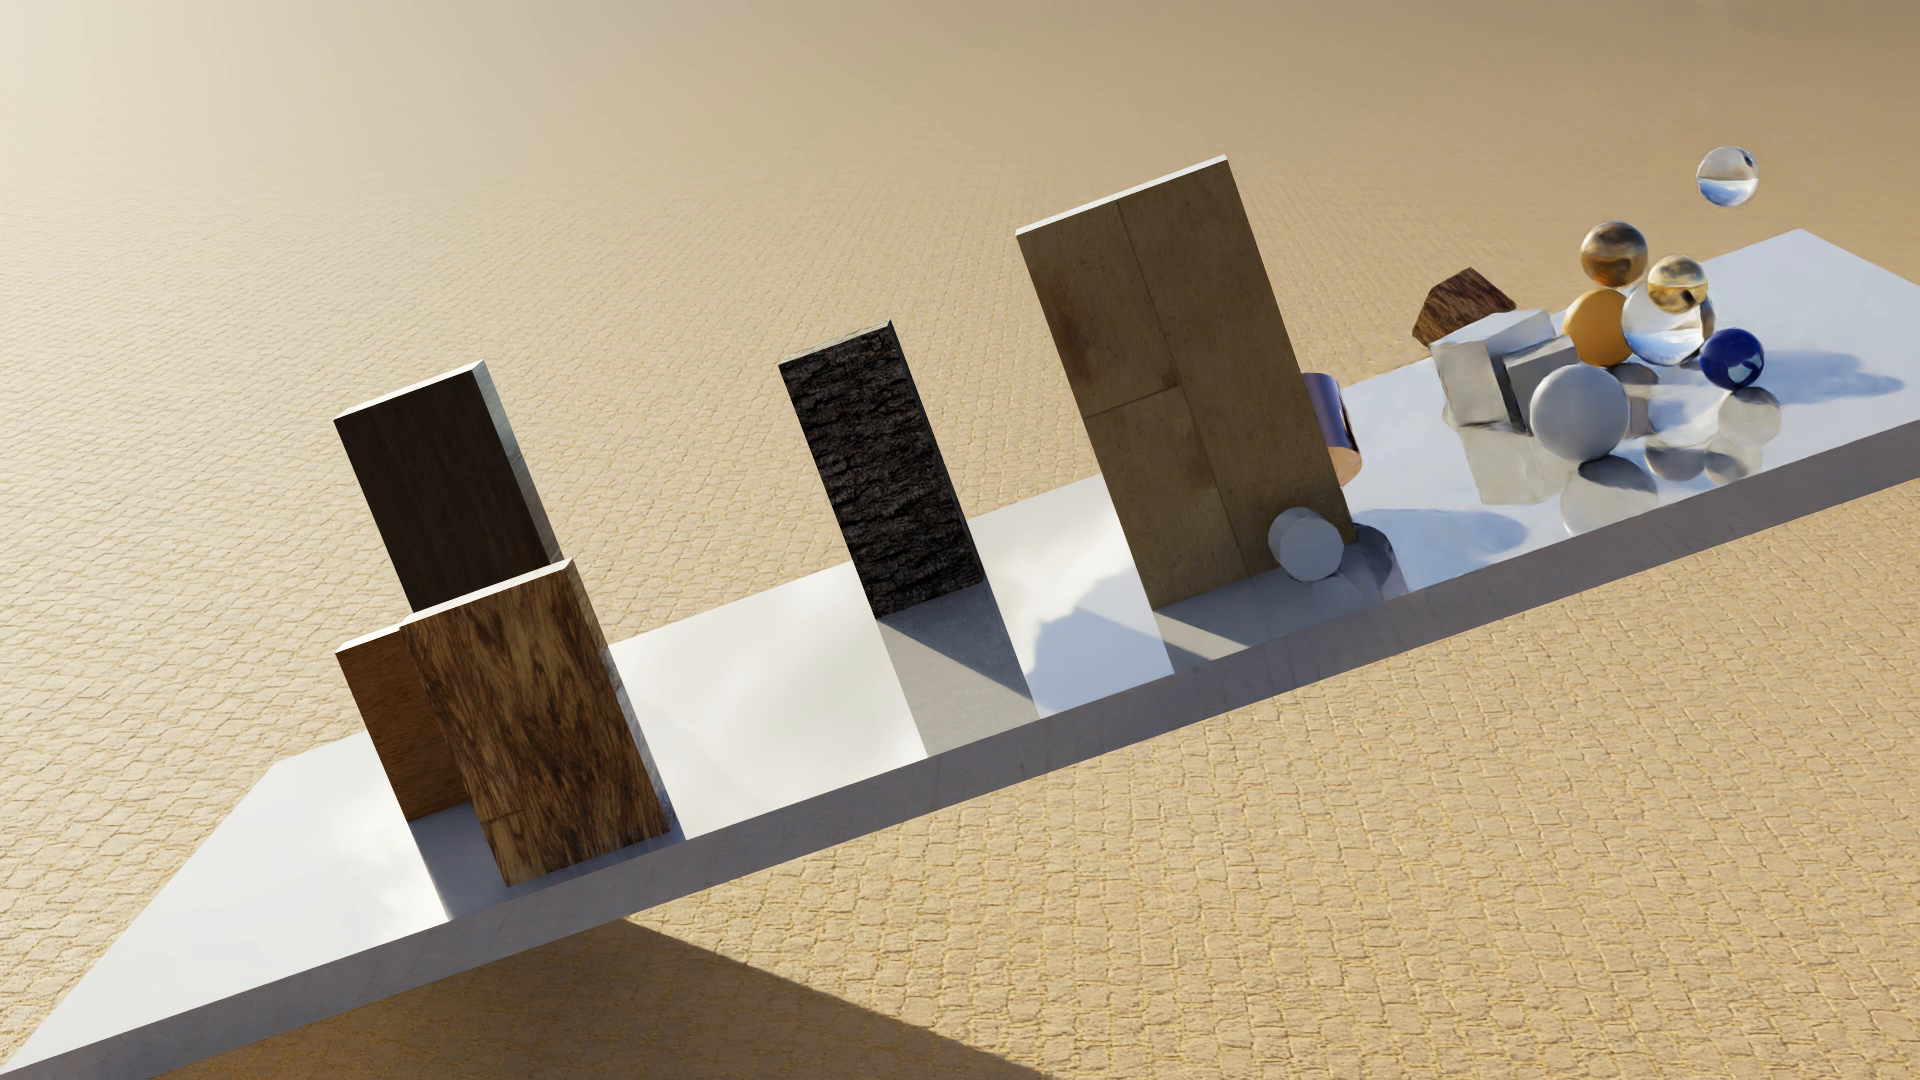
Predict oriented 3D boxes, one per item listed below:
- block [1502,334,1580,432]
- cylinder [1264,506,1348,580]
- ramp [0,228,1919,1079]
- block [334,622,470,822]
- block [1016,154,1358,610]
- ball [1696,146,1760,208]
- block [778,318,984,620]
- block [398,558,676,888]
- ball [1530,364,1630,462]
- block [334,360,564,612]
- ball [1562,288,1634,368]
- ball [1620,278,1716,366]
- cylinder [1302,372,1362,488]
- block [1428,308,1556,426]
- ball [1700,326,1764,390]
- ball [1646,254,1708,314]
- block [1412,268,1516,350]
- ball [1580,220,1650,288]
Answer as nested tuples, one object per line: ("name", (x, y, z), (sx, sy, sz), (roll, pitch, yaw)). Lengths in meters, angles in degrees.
("block", (1.219, -0.326, 6.094), (0.143, 0.143, 0.143), (-18, 11, 11))
("cylinder", (0.655, 0.007, 5.577), (0.122, 0.122, 0.122), (-4, -8, -18))
("ramp", (0.115, 0.177, 6.298), (4.000, 0.100, 2.000), (-19, 11, 6))
("block", (-1.059, 0.345, 6.295), (0.421, 0.401, 0.084), (-19, 11, 6))
("block", (0.442, -0.301, 5.707), (0.425, 0.784, 0.097), (-19, 11, 6))
("ball", (1.534, -0.725, 5.874), (0.122, 0.122, 0.122), (0, 13, 0))
("block", (-0.172, -0.158, 6.561), (0.257, 0.611, 0.121), (-19, 11, 6))
("block", (-0.785, 0.342, 5.486), (0.331, 0.535, 0.089), (-19, 11, 6))
("ball", (1.188, -0.243, 5.639), (0.190, 0.190, 0.190), (0, 13, 0))
("block", (-1.166, 0.010, 7.034), (0.354, 0.800, 0.146), (-19, 11, 6))
("ball", (1.387, -0.457, 6.347), (0.170, 0.170, 0.170), (0, 13, 0))
("ball", (1.476, -0.458, 6.131), (0.194, 0.194, 0.194), (0, 13, 0))
("cylinder", (0.706, -0.213, 5.984), (0.184, 0.184, 0.184), (-9, -31, -6))
("block", (1.158, -0.370, 6.296), (0.186, 0.186, 0.186), (-26, 13, -26))
("ball", (1.512, -0.355, 5.761), (0.124, 0.124, 0.124), (0, 13, 0))
("ball", (1.453, -0.517, 5.958), (0.120, 0.120, 0.120), (0, 13, 0))
("block", (1.180, -0.517, 6.890), (0.148, 0.148, 0.148), (-28, 60, -35))
("ball", (1.407, -0.614, 6.322), (0.145, 0.145, 0.145), (0, 13, 0))
